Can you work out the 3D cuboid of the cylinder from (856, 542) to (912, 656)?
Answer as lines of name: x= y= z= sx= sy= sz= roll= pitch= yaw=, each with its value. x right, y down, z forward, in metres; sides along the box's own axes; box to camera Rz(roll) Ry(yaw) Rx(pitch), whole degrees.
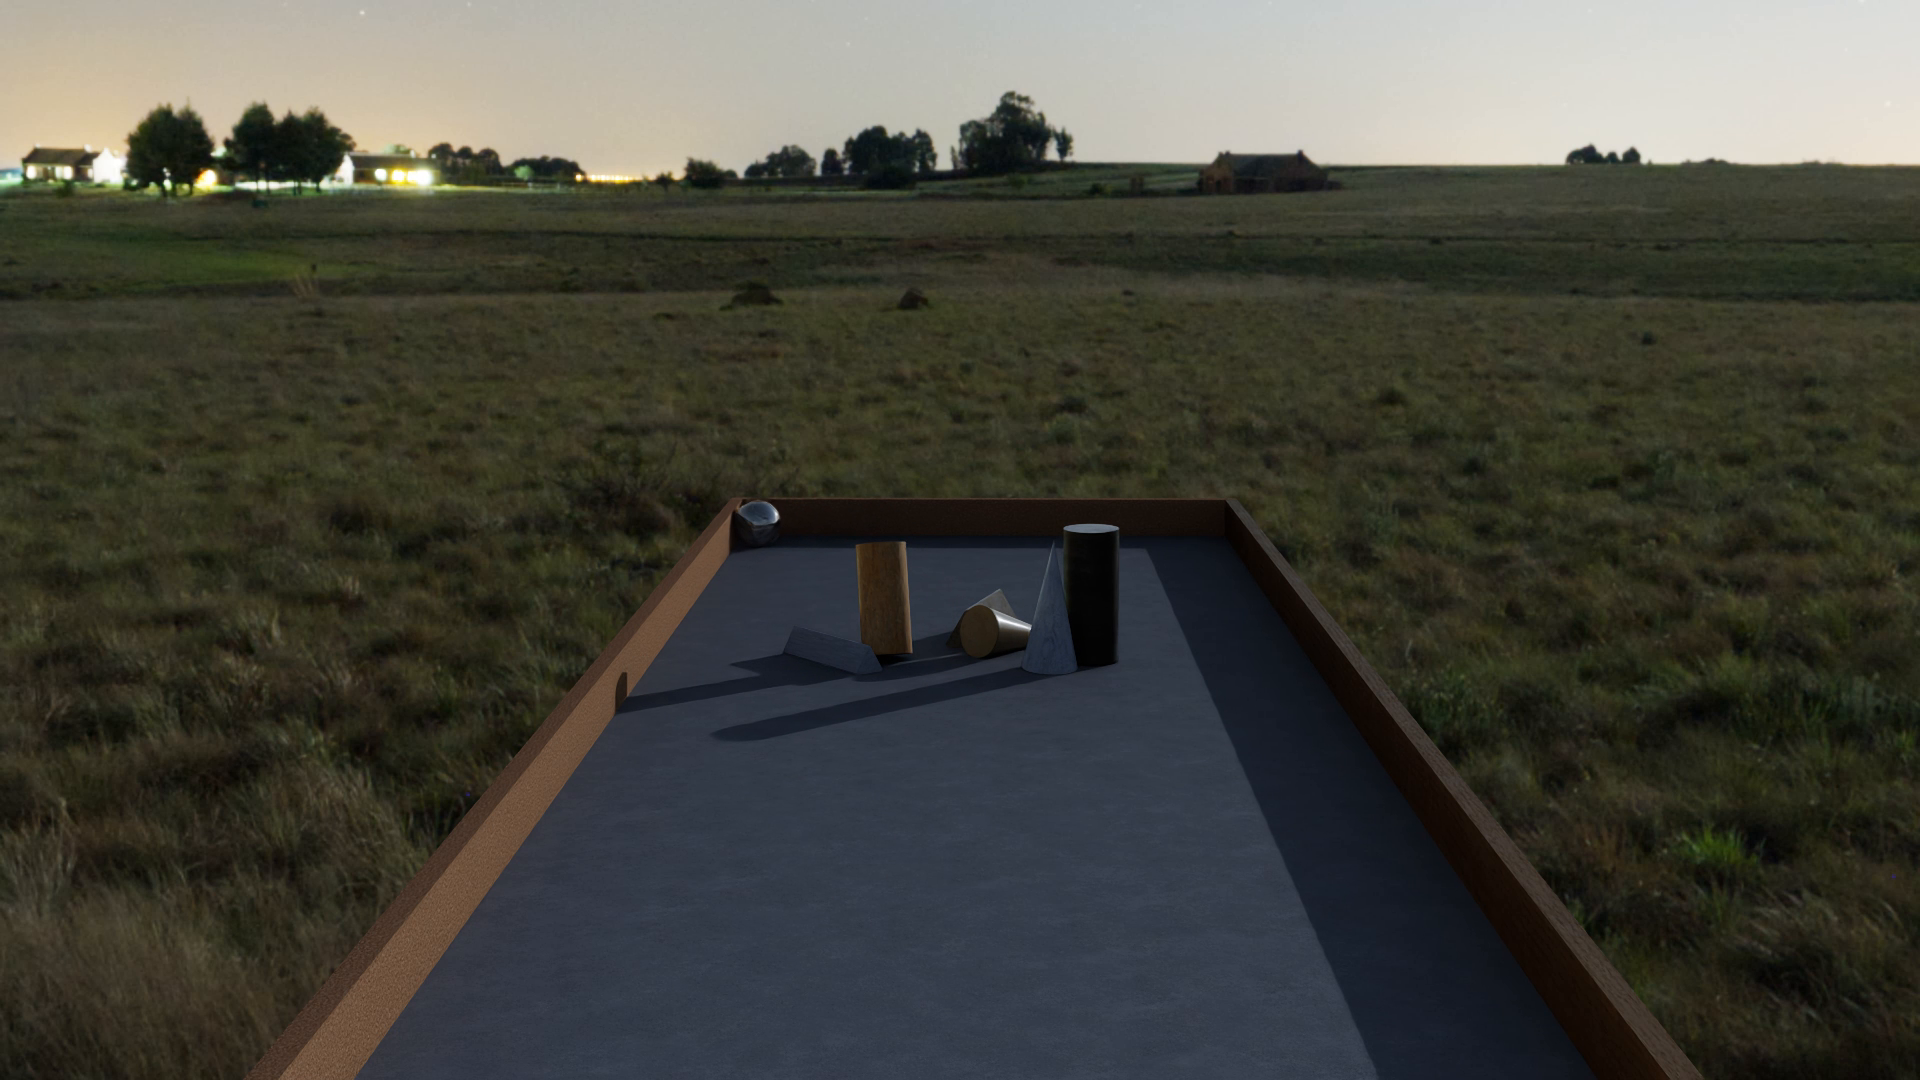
cylinder: x=-0.232 y=0.180 z=6.703 sx=0.153 sy=0.339 sz=0.153 roll=-4 pitch=-4 yaw=0

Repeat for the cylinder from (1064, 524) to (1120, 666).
cylinder: x=0.397 y=0.165 z=6.658 sx=0.168 sy=0.407 sz=0.168 roll=0 pitch=10 yaw=0

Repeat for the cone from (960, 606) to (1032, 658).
cone: x=0.198 y=0.298 z=6.878 sx=0.162 sy=0.162 sz=0.400 roll=9 pitch=1 yaw=45

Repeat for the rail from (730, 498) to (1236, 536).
rail: x=0.099 y=-0.098 z=9.147 sx=2.100 sy=0.150 sz=0.050 roll=0 pitch=9 yaw=1

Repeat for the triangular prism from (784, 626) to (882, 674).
triangular prism: x=-0.389 y=0.328 z=6.666 sx=0.093 sy=0.080 sz=0.392 roll=-7 pitch=11 yaw=-38

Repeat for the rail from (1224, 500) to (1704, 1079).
rail: x=1.046 y=0.843 z=3.208 sx=0.050 sy=0.150 sz=12.000 roll=0 pitch=9 yaw=1

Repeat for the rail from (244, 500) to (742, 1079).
rail: x=-1.004 y=0.839 z=3.234 sx=0.050 sy=0.150 sz=12.000 roll=0 pitch=9 yaw=1

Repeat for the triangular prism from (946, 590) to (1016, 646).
triangular prism: x=0.076 y=0.247 z=7.052 sx=0.136 sy=0.118 sz=0.378 roll=2 pitch=9 yaw=17

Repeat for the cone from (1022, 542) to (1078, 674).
cone: x=0.272 y=0.190 z=6.540 sx=0.169 sy=0.388 sz=0.169 roll=1 pitch=12 yaw=0

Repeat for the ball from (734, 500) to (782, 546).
ball: x=-0.811 y=-0.066 z=8.827 sx=0.188 sy=0.188 sz=0.188 roll=0 pitch=9 yaw=0
